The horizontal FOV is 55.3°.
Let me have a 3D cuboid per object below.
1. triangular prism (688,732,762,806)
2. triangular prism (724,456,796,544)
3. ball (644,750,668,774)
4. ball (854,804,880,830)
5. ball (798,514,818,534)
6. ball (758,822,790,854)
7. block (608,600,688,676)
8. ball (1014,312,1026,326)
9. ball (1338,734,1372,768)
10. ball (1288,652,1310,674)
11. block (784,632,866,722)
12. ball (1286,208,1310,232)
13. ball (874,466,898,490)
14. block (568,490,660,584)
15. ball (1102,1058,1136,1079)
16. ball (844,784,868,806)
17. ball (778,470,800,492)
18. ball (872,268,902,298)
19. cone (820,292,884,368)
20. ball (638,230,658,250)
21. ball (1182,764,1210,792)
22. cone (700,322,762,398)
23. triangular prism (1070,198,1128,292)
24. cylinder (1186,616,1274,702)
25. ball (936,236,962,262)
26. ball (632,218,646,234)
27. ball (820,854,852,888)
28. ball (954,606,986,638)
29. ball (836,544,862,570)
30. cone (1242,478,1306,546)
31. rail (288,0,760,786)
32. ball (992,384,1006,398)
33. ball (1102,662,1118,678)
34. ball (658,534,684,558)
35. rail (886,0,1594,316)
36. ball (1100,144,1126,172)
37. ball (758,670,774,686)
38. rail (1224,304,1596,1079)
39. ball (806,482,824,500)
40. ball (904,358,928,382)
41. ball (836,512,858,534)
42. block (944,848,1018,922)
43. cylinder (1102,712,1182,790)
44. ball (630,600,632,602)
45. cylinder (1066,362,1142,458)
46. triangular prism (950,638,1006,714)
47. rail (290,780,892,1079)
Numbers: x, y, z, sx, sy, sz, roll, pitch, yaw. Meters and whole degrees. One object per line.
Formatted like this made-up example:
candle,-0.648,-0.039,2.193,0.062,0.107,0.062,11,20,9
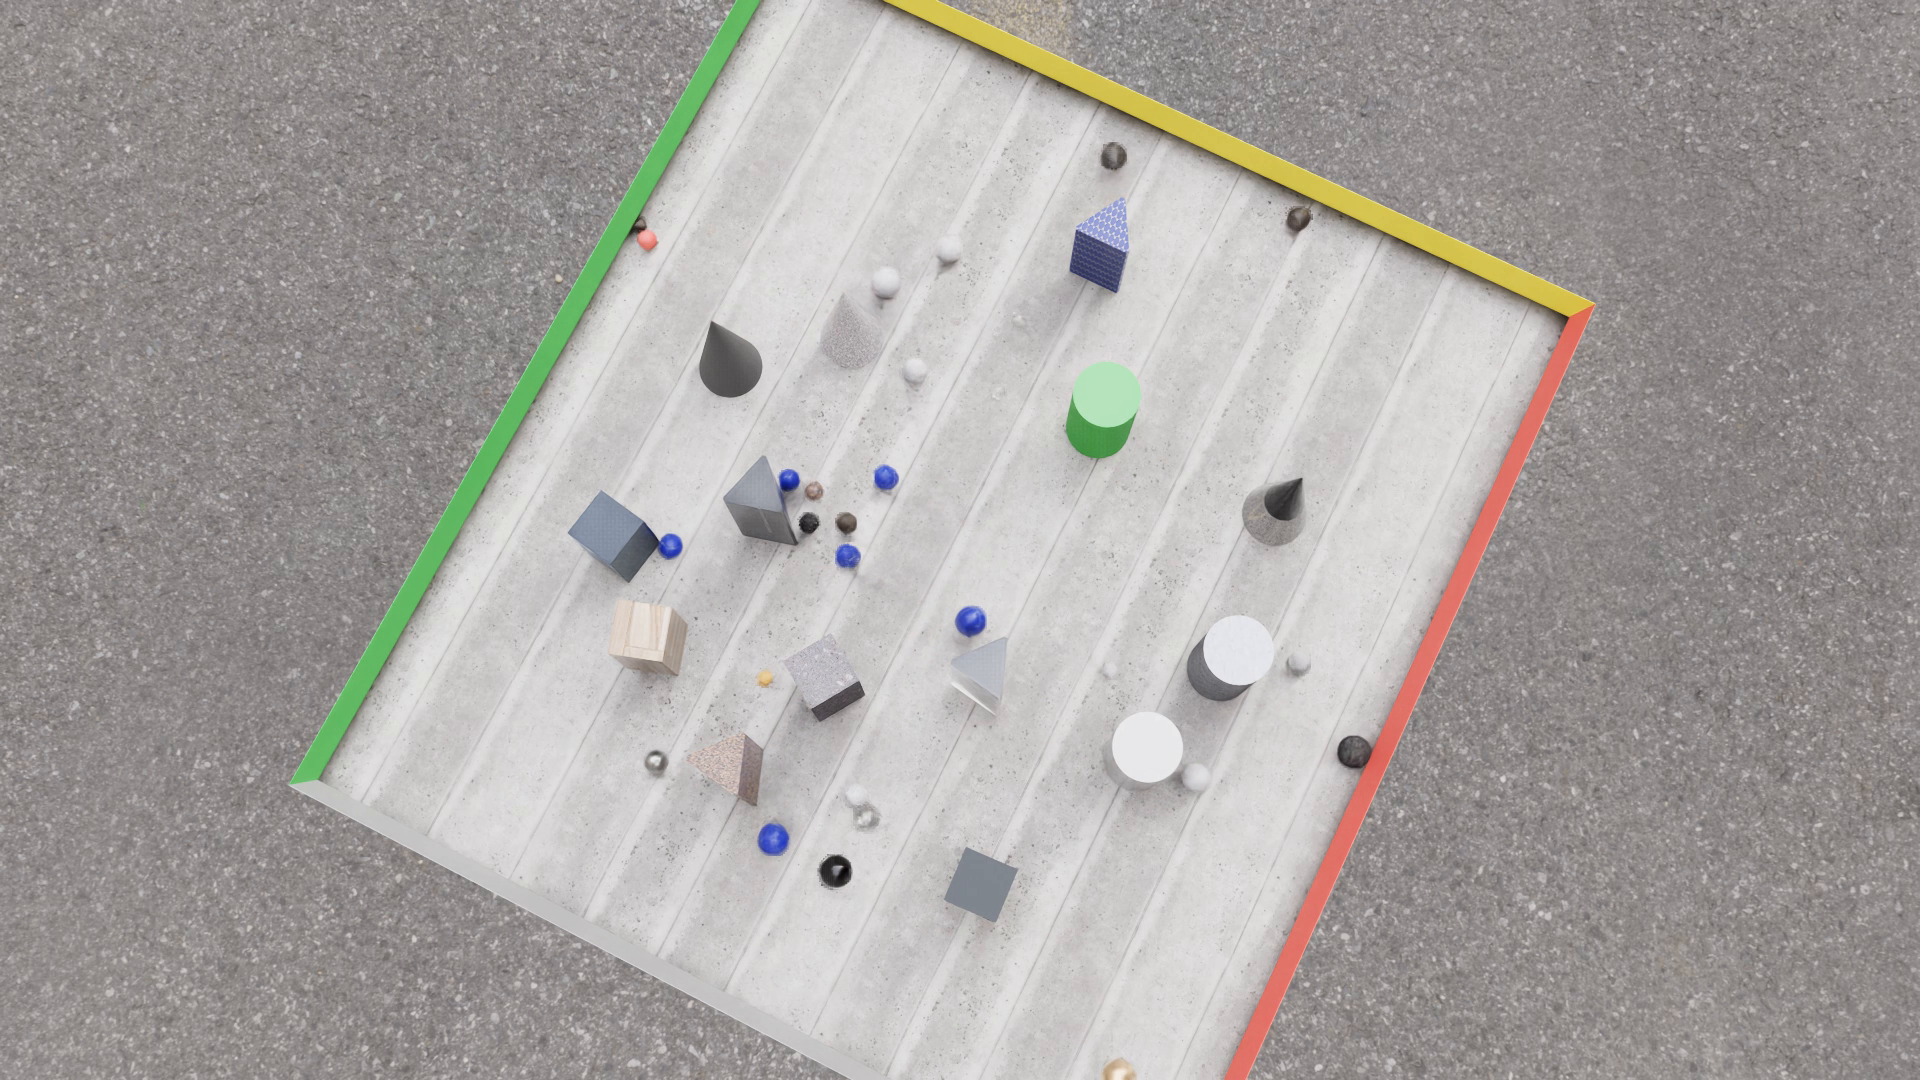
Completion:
triangular prism,-0.635,0.635,5.240,0.172,0.480,0.149,35,80,7
triangular prism,-0.569,-0.121,5.402,0.172,0.469,0.149,11,79,2
ball,-0.902,0.659,5.444,0.070,0.070,0.070,0,78,0
ball,-0.273,0.819,5.407,0.078,0.078,0.078,0,78,0
ball,-0.462,-0.051,5.596,0.060,0.060,0.060,0,78,0
ball,-0.549,0.878,5.388,0.092,0.092,0.092,0,78,0
block,-0.915,0.291,5.393,0.159,0.319,0.159,8,78,2
ball,0.188,-0.692,5.739,0.041,0.041,0.041,0,78,0
ball,1.170,0.626,5.437,0.098,0.098,0.098,0,78,0
ball,1.019,0.368,5.508,0.064,0.064,0.064,0,78,0
block,-0.393,0.405,5.355,0.159,0.348,0.159,-30,80,-6
ball,1.069,-1.013,5.789,0.074,0.074,0.074,0,78,0
ball,-0.226,-0.190,5.617,0.077,0.077,0.077,0,78,0
block,-1.028,-0.007,5.463,0.159,0.304,0.159,35,80,7
ball,0.455,1.536,5.248,0.099,0.099,0.099,0,78,0
ball,-0.307,0.755,5.426,0.068,0.068,0.068,0,78,0
ball,-0.524,-0.181,5.620,0.067,0.067,0.067,0,78,0
ball,-0.230,-0.805,5.736,0.093,0.093,0.093,0,78,0
cone,-0.339,-0.679,5.536,0.199,0.433,0.199,0,78,0
ball,-0.985,-0.946,5.781,0.061,0.061,0.061,0,78,0
ball,0.699,0.704,5.427,0.085,0.085,0.085,0,78,0
cone,-0.717,-0.587,5.504,0.199,0.458,0.199,0,78,0
triangular prism,0.455,-0.918,5.624,0.172,0.359,0.149,26,80,5
cylinder,0.784,0.349,5.346,0.199,0.389,0.199,0,78,0
ball,-0.036,-0.915,5.763,0.084,0.084,0.084,0,78,0
ball,-1.015,-0.996,5.798,0.048,0.048,0.048,0,78,0
ball,-0.362,0.971,5.366,0.097,0.097,0.097,0,78,0
ball,0.031,0.247,5.518,0.094,0.094,0.094,0,78,0
ball,-0.338,0.051,5.568,0.075,0.075,0.075,0,78,0
cone,0.966,-0.128,5.398,0.199,0.479,0.199,0,78,0
rail,-1.249,-0.605,5.675,0.045,0.129,3.066,26,80,5
ball,0.121,-0.461,5.688,0.046,0.046,0.046,0,78,0
ball,0.450,0.391,5.511,0.048,0.048,0.048,0,78,0
ball,-0.879,0.016,5.576,0.074,0.074,0.074,0,78,0
rail,0.675,-1.315,5.822,2.841,0.129,0.045,26,80,5
ball,0.487,-1.216,5.825,0.085,0.085,0.085,0,78,0
ball,-0.584,0.414,5.508,0.045,0.045,0.045,0,78,0
rail,1.249,0.619,5.422,0.045,0.129,3.066,26,80,5
ball,-0.445,-0.151,5.619,0.057,0.057,0.057,0,78,0
ball,-0.138,-0.525,5.687,0.074,0.074,0.074,0,78,0
ball,-0.344,-0.051,5.595,0.064,0.064,0.064,0,78,0
block,0.058,0.991,5.257,0.159,0.302,0.159,23,79,5
cylinder,0.527,0.616,5.312,0.199,0.346,0.199,0,78,0
ball,-1.004,0.205,5.552,0.044,0.044,0.044,0,78,0
cylinder,0.428,-0.387,5.510,0.199,0.366,0.199,0,78,0
triangular prism,0.086,0.374,5.314,0.172,0.442,0.149,35,80,7
rail,-0.675,1.329,5.275,2.841,0.129,0.045,26,80,5
